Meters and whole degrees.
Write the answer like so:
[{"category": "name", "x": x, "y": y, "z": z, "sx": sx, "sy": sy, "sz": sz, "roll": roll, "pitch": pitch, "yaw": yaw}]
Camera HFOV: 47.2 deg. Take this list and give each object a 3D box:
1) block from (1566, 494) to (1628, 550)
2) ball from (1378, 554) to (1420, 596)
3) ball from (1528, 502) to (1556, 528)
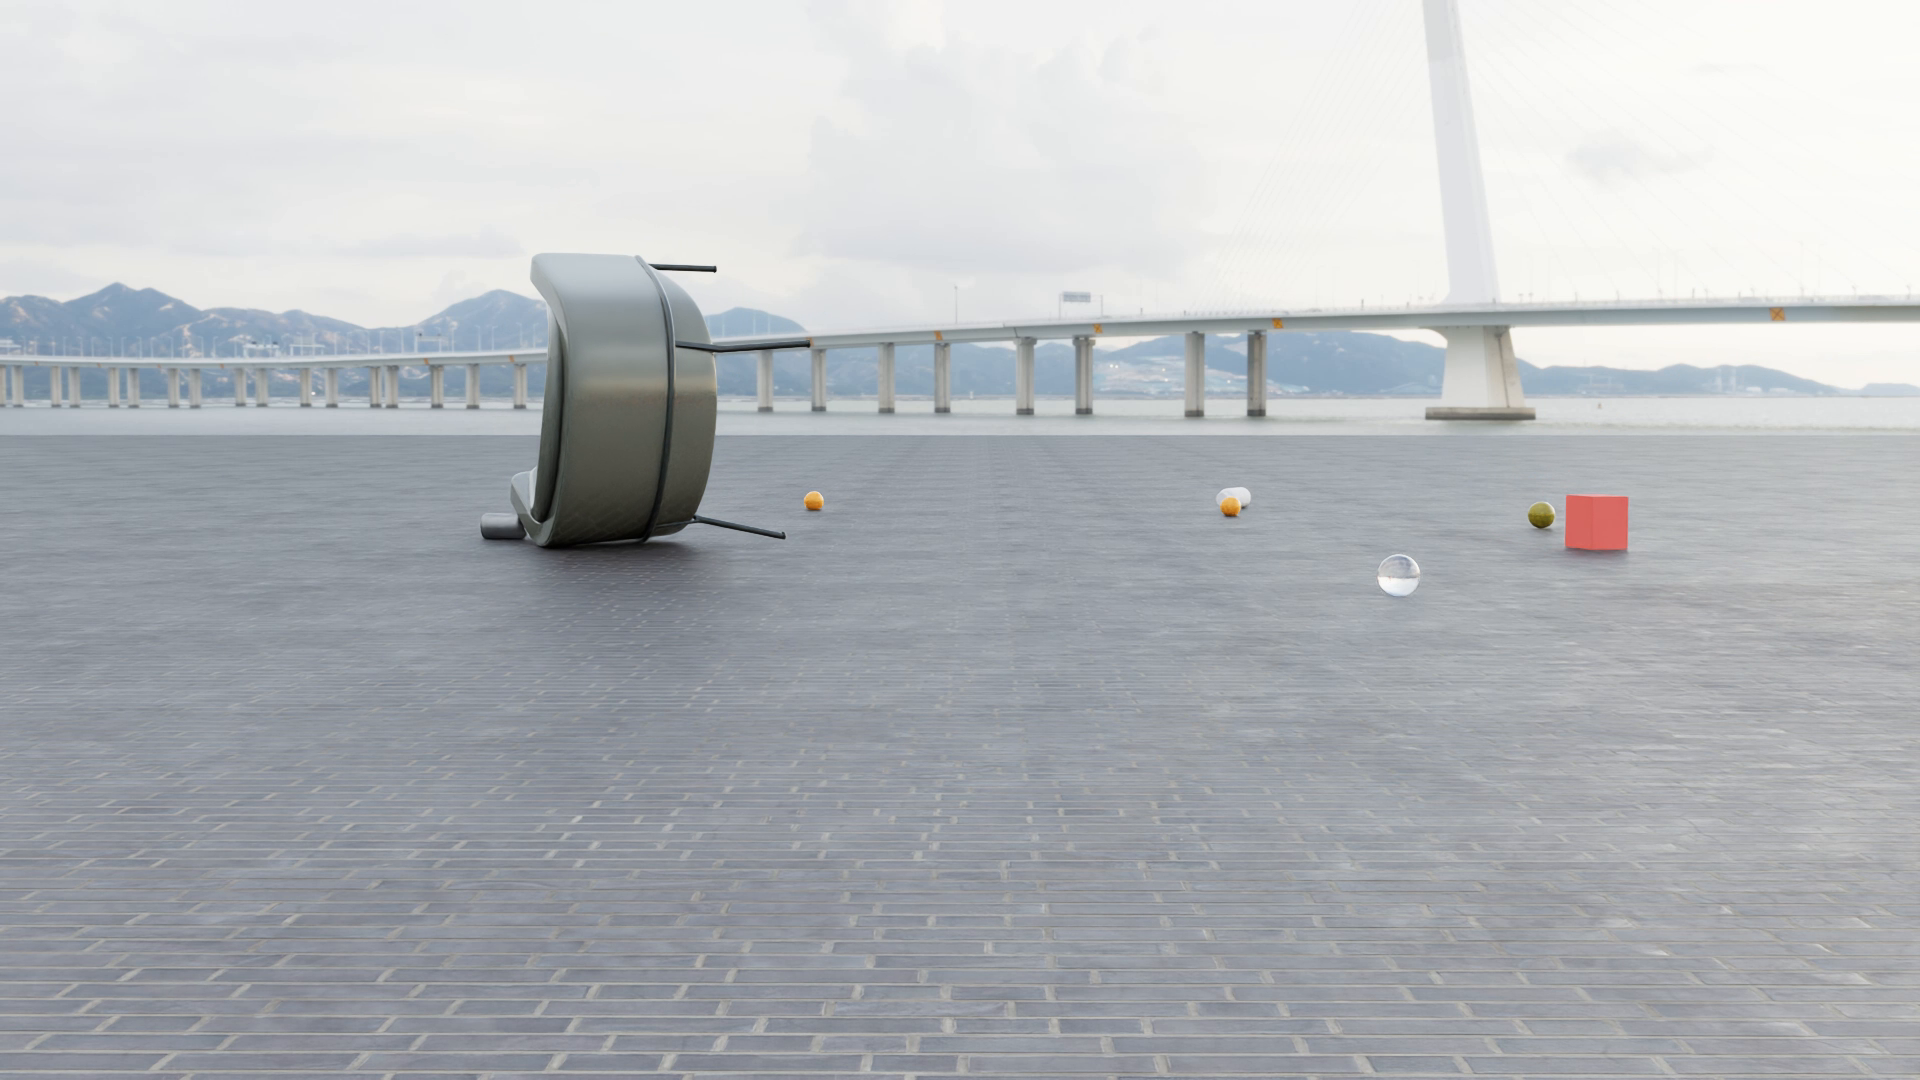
[{"category": "block", "x": 1.803, "y": -0.052, "z": 6.228, "sx": 0.115, "sy": 0.148, "sz": 0.137, "roll": -1, "pitch": 4, "yaw": -16}, {"category": "ball", "x": 0.949, "y": 0.077, "z": 4.759, "sx": 0.092, "sy": 0.092, "sz": 0.092, "roll": 0, "pitch": 4, "yaw": 0}, {"category": "ball", "x": 1.875, "y": -0.081, "z": 7.092, "sx": 0.086, "sy": 0.086, "sz": 0.086, "roll": 0, "pitch": 4, "yaw": 0}]
